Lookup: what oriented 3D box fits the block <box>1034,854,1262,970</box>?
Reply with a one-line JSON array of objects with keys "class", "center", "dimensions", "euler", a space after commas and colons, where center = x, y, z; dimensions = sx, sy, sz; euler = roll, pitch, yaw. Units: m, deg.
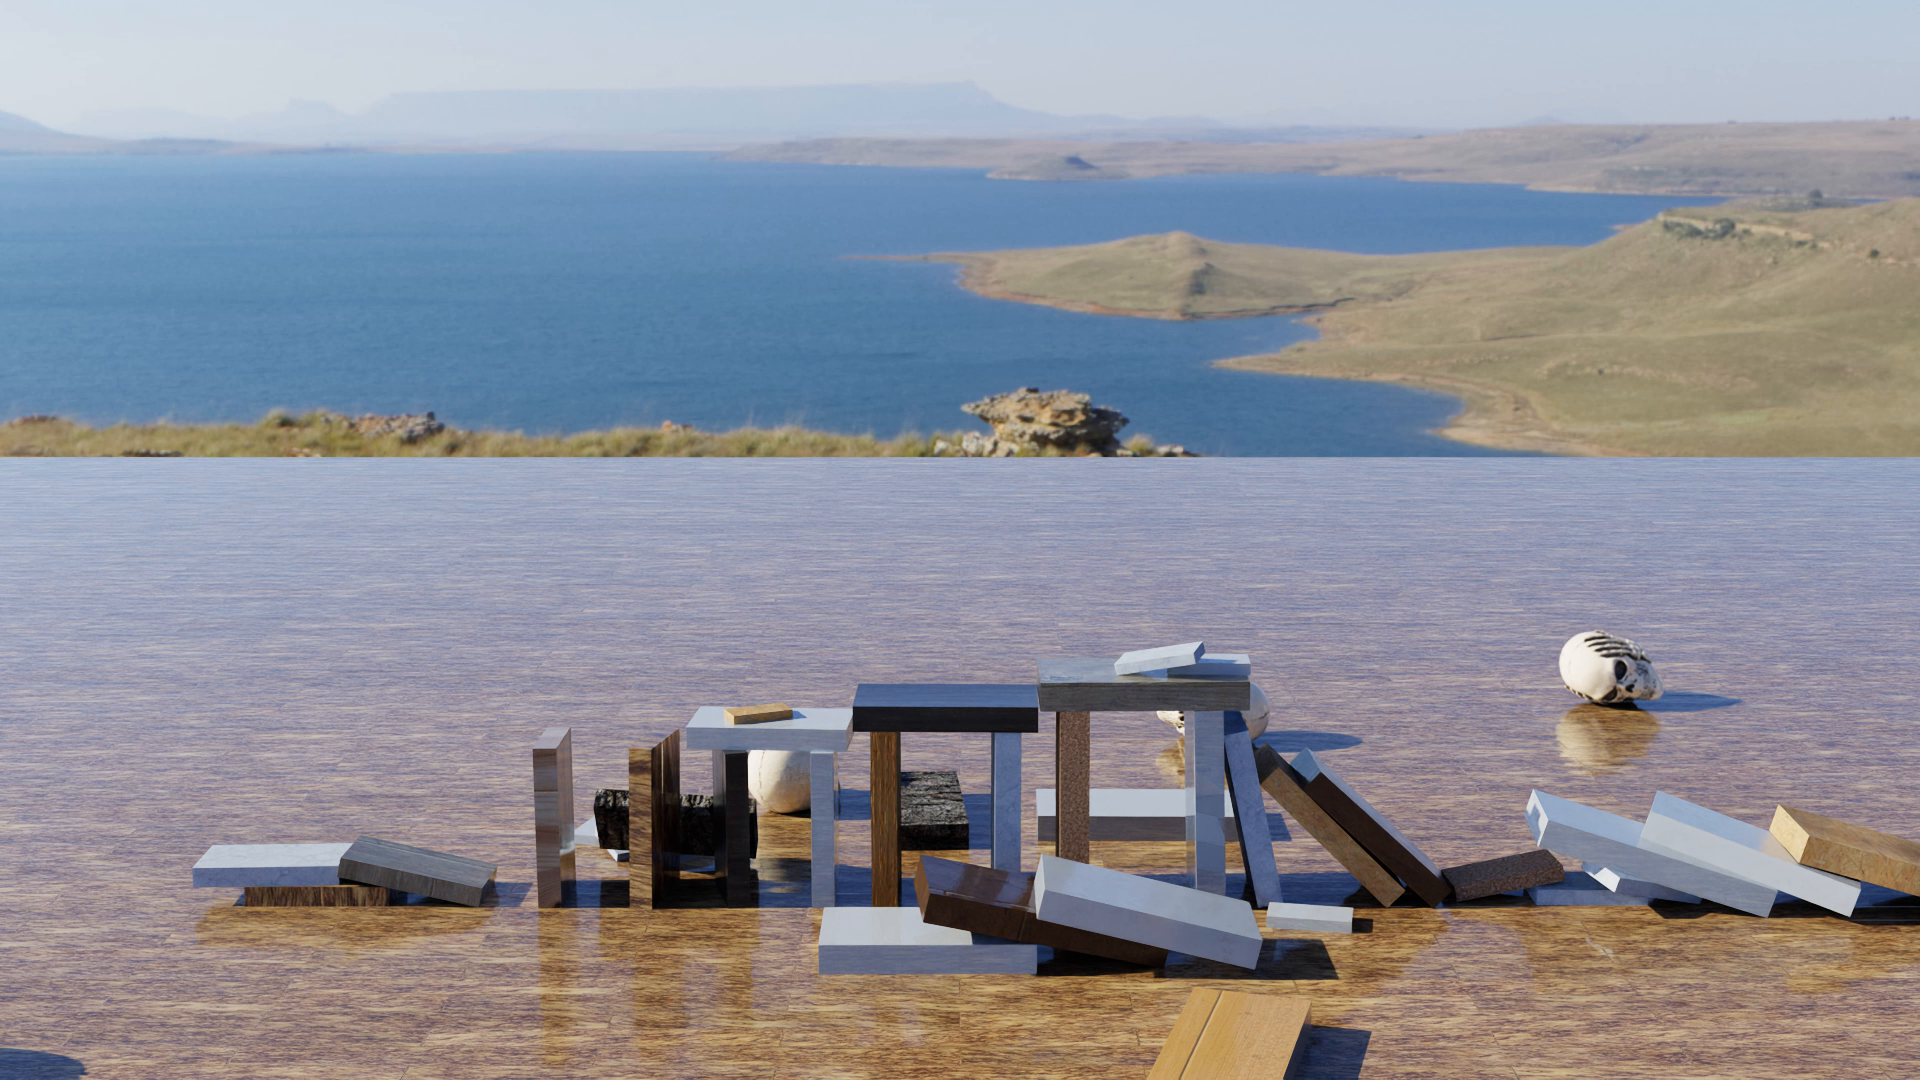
[{"class": "block", "center": [0.284, 0.566, 3.362], "dimensions": [0.336, 0.048, 0.168], "euler": [13, 10, -2]}]

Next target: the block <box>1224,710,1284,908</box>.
[{"class": "block", "center": [0.477, 0.441, 3.646], "dimensions": [0.042, 0.299, 0.149], "euler": [-12, 10, 2]}]

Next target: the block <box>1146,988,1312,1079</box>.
[{"class": "block", "center": [0.366, 0.696, 2.966], "dimensions": [0.168, 0.048, 0.336], "euler": [3, 11, 16]}]

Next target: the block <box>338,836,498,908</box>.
[{"class": "block", "center": [-0.899, 0.550, 3.655], "dimensions": [0.236, 0.033, 0.118], "euler": [13, 10, -2]}]

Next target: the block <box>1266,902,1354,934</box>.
[{"class": "block", "center": [0.562, 0.606, 3.530], "dimensions": [0.134, 0.019, 0.067], "euler": [2, 11, 11]}]

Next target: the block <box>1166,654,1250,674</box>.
[{"class": "block", "center": [0.405, 0.203, 3.595], "dimensions": [0.134, 0.019, 0.067], "euler": [0, 11, 3]}]

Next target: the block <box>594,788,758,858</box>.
[{"class": "block", "center": [-0.485, 0.488, 3.775], "dimensions": [0.271, 0.135, 0.038], "euler": [4, 52, 0]}]

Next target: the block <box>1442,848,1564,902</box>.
[{"class": "block", "center": [0.905, 0.559, 3.670], "dimensions": [0.182, 0.026, 0.091], "euler": [-11, 10, 0]}]

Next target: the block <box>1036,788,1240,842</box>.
[{"class": "block", "center": [0.326, 0.502, 4.016], "dimensions": [0.372, 0.047, 0.165], "euler": [0, 11, 1]}]

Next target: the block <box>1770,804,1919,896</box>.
[{"class": "block", "center": [1.532, 0.529, 3.628], "dimensions": [0.340, 0.048, 0.170], "euler": [16, 11, 1]}]

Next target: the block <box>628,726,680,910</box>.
[{"class": "block", "center": [-0.505, 0.458, 3.638], "dimensions": [0.038, 0.271, 0.135], "euler": [4, 11, 12]}]

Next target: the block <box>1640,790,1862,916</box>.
[{"class": "block", "center": [1.310, 0.516, 3.644], "dimensions": [0.340, 0.048, 0.170], "euler": [20, 13, 18]}]

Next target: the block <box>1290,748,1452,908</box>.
[{"class": "block", "center": [0.679, 0.475, 3.648], "dimensions": [0.299, 0.042, 0.149], "euler": [42, 8, -7]}]

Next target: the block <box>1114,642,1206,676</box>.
[{"class": "block", "center": [0.324, 0.192, 3.568], "dimensions": [0.134, 0.019, 0.067], "euler": [-10, 10, 22]}]

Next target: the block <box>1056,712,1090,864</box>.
[{"class": "block", "center": [0.186, 0.425, 3.640], "dimensions": [0.048, 0.336, 0.168], "euler": [0, 11, 0]}]

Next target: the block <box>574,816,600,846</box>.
[{"class": "block", "center": [-0.650, 0.524, 3.977], "dimensions": [0.063, 0.018, 0.126], "euler": [3, 11, 14]}]

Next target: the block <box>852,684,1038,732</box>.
[{"class": "block", "center": [-0.022, 0.275, 3.611], "dimensions": [0.299, 0.042, 0.149], "euler": [0, 11, 1]}]

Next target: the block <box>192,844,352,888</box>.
[{"class": "block", "center": [-1.140, 0.541, 3.660], "dimensions": [0.236, 0.033, 0.118], "euler": [0, 11, -3]}]

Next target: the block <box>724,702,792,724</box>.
[{"class": "block", "center": [-0.333, 0.286, 3.628], "dimensions": [0.102, 0.014, 0.051], "euler": [-5, 12, -24]}]

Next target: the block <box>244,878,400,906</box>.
[{"class": "block", "center": [-1.055, 0.574, 3.663], "dimensions": [0.236, 0.033, 0.118], "euler": [0, 11, 0]}]

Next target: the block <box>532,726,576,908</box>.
[{"class": "block", "center": [-0.671, 0.457, 3.641], "dimensions": [0.038, 0.271, 0.135], "euler": [0, 11, 0]}]

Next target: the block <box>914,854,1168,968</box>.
[{"class": "block", "center": [0.124, 0.571, 3.391], "dimensions": [0.378, 0.048, 0.168], "euler": [12, 10, -8]}]

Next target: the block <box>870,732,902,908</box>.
[{"class": "block", "center": [-0.122, 0.443, 3.645], "dimensions": [0.042, 0.299, 0.149], "euler": [0, 11, 1]}]

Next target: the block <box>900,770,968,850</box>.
[{"class": "block", "center": [-0.078, 0.496, 4.048], "dimensions": [0.165, 0.047, 0.329], "euler": [-1, 11, -4]}]

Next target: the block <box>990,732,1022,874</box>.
[{"class": "block", "center": [0.076, 0.443, 3.643], "dimensions": [0.042, 0.299, 0.149], "euler": [0, 11, -2]}]

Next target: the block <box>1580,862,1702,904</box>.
[{"class": "block", "center": [1.123, 0.558, 3.615], "dimensions": [0.182, 0.026, 0.091], "euler": [11, 13, -24]}]

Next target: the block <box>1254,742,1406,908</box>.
[{"class": "block", "center": [0.607, 0.471, 3.651], "dimensions": [0.299, 0.042, 0.149], "euler": [44, 8, -7]}]

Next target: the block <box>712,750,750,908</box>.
[{"class": "block", "center": [-0.379, 0.462, 3.640], "dimensions": [0.037, 0.262, 0.131], "euler": [-3, 11, -15]}]

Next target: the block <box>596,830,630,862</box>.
[{"class": "block", "center": [-0.600, 0.534, 3.880], "dimensions": [0.051, 0.014, 0.102], "euler": [-6, 23, -30]}]

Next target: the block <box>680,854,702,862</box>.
[{"class": "block", "center": [-0.495, 0.546, 3.855], "dimensions": [0.126, 0.018, 0.063], "euler": [-10, 15, -43]}]

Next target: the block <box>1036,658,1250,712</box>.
[{"class": "block", "center": [0.297, 0.236, 3.604], "dimensions": [0.336, 0.048, 0.168], "euler": [0, 11, 0]}]

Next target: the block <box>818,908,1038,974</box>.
[{"class": "block", "center": [-0.049, 0.617, 3.394], "dimensions": [0.329, 0.047, 0.165], "euler": [0, 11, 0]}]

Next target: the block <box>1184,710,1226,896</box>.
[{"class": "block", "center": [0.405, 0.424, 3.640], "dimensions": [0.048, 0.336, 0.168], "euler": [-2, 11, 0]}]

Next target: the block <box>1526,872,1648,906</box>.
[{"class": "block", "center": [1.039, 0.579, 3.656], "dimensions": [0.182, 0.026, 0.091], "euler": [0, 11, 1]}]

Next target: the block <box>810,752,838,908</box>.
[{"class": "block", "center": [-0.224, 0.462, 3.642], "dimensions": [0.037, 0.262, 0.131], "euler": [0, 11, 0]}]

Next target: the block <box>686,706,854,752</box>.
[{"class": "block", "center": [-0.310, 0.312, 3.631], "dimensions": [0.262, 0.037, 0.131], "euler": [1, 11, 4]}]

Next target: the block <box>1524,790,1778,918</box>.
[{"class": "block", "center": [1.139, 0.517, 3.643], "dimensions": [0.382, 0.048, 0.170], "euler": [17, 12, 3]}]
